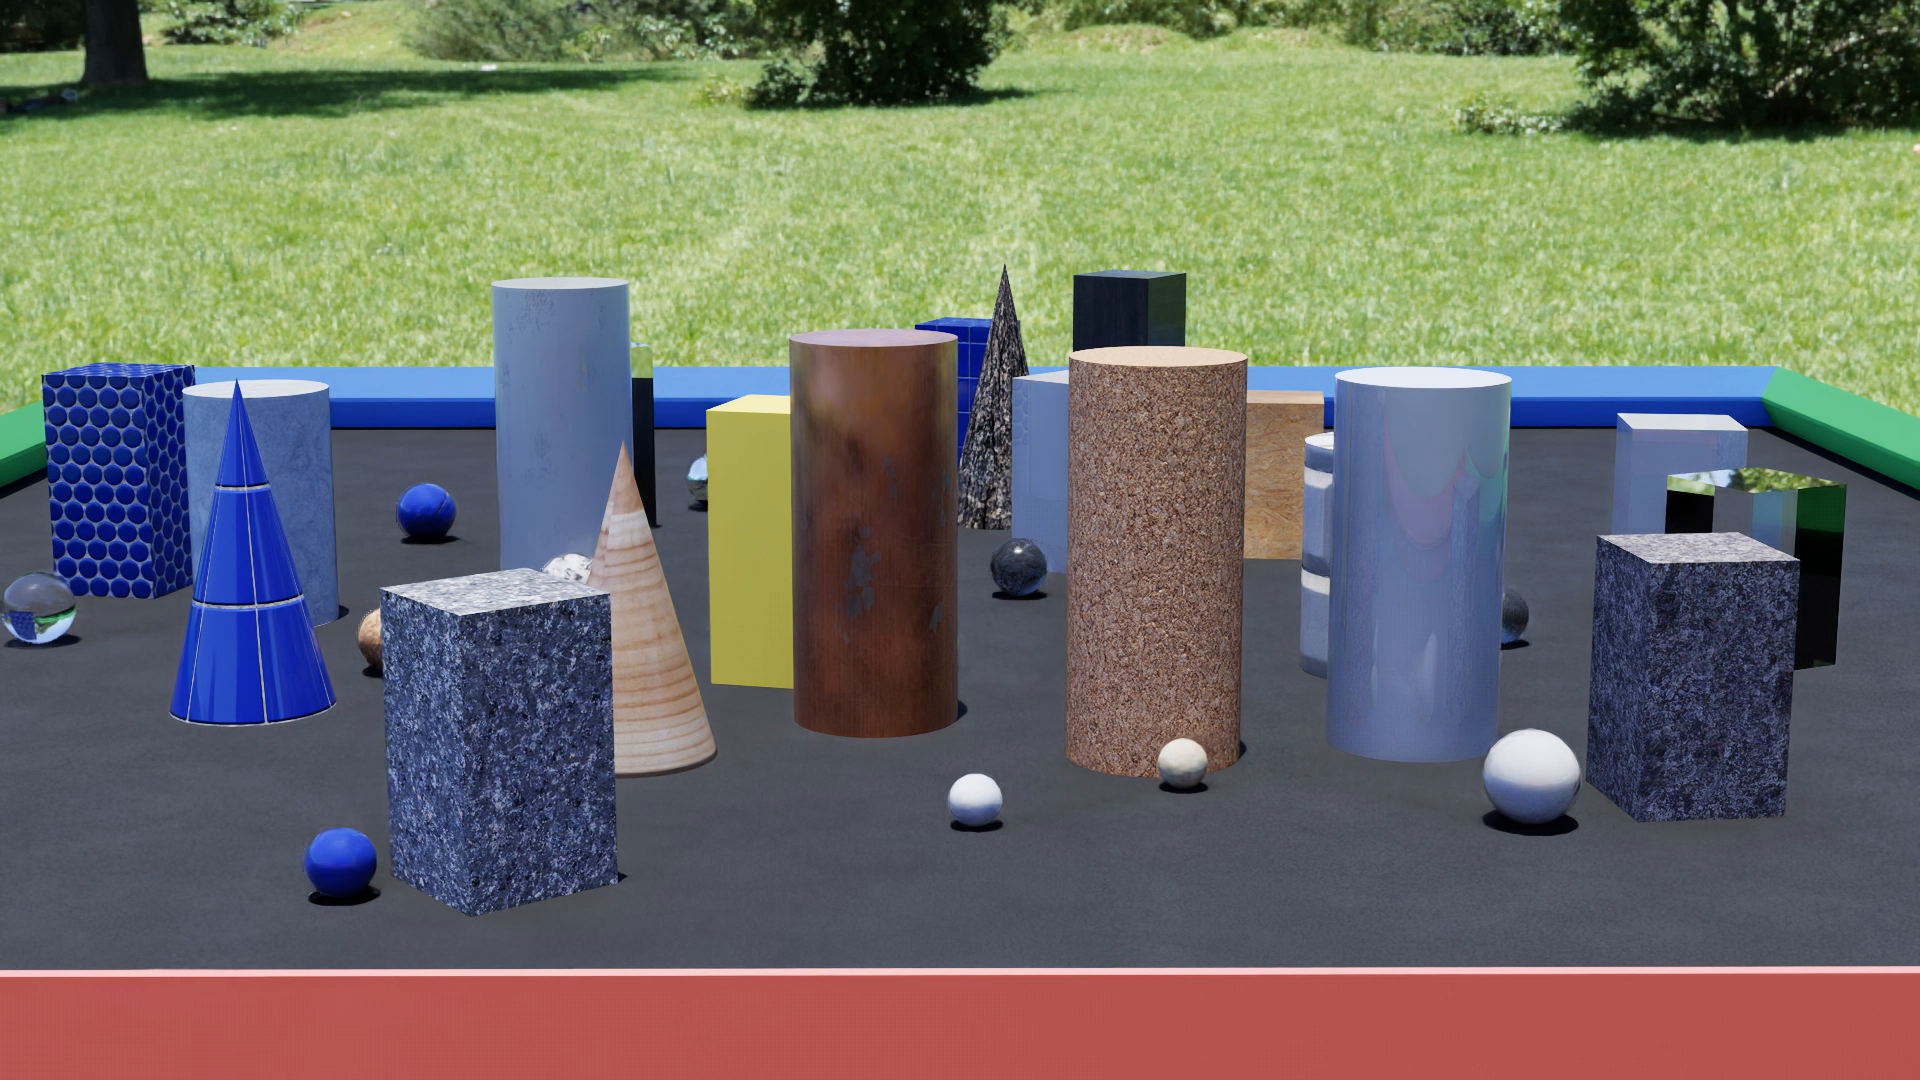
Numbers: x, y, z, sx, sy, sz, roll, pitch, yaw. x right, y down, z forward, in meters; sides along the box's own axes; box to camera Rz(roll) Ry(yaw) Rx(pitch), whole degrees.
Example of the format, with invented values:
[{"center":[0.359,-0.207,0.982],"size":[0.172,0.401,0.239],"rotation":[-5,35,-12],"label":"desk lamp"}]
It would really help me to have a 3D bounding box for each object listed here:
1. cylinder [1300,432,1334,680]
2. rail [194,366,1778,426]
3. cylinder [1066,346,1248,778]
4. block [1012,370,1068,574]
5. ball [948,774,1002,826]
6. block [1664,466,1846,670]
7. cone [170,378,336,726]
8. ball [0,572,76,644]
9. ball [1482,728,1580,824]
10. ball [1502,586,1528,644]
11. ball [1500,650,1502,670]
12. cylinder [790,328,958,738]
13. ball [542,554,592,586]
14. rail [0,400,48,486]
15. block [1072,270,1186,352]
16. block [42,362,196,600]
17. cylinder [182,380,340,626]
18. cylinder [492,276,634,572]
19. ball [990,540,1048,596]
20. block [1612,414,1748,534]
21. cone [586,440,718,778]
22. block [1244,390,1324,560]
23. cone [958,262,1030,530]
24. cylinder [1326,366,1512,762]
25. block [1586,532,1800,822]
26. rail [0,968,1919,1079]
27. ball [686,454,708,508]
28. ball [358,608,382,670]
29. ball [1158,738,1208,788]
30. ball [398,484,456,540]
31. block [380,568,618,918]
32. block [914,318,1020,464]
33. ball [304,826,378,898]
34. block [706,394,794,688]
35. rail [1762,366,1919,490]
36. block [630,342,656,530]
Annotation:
[{"center":[0.505,0.019,3.093],"size":[0.185,0.277,0.185],"rotation":[0,11,0],"label":"cylinder"},{"center":[-0.010,-0.284,5.133],"size":[3.309,0.120,0.045],"rotation":[0,11,0],"label":"rail"},{"center":[0.205,0.019,2.691],"size":[0.185,0.425,0.185],"rotation":[0,11,0],"label":"cylinder"},{"center":[0.180,-0.100,3.732],"size":[0.148,0.275,0.148],"rotation":[9,14,40],"label":"block"},{"center":[0.015,0.250,2.469],"size":[0.051,0.051,0.051],"rotation":[0,11,0],"label":"ball"},{"center":[0.970,0.036,3.144],"size":[0.148,0.223,0.148],"rotation":[-5,12,-26],"label":"block"},{"center":[-0.807,0.004,2.897],"size":[0.185,0.378,0.185],"rotation":[0,11,0],"label":"cone"},{"center":[-1.165,0.085,3.243],"size":[0.091,0.091,0.091],"rotation":[0,11,0],"label":"ball"},{"center":[0.551,0.228,2.474],"size":[0.092,0.092,0.092],"rotation":[0,11,0],"label":"ball"},{"center":[0.681,0.095,3.240],"size":[0.074,0.074,0.074],"rotation":[0,11,0],"label":"ball"},{"center":[0.598,0.141,2.999],"size":[0.072,0.072,0.072],"rotation":[0,11,0],"label":"ball"},{"center":[-0.094,-0.012,2.845],"size":[0.185,0.428,0.185],"rotation":[0,11,0],"label":"cylinder"},{"center":[-0.511,0.062,3.378],"size":[0.087,0.087,0.087],"rotation":[0,11,0],"label":"ball"},{"center":[-1.631,0.033,3.440],"size":[0.045,0.120,3.472],"rotation":[0,11,0],"label":"rail"},{"center":[0.300,-0.295,4.559],"size":[0.148,0.355,0.148],"rotation":[6,12,31],"label":"block"},{"center":[-1.161,-0.085,3.570],"size":[0.148,0.305,0.148],"rotation":[2,11,12],"label":"block"},{"center":[-0.916,-0.047,3.365],"size":[0.185,0.306,0.185],"rotation":[0,11,0],"label":"cylinder"},{"center":[-0.538,-0.135,3.496],"size":[0.185,0.431,0.185],"rotation":[0,11,0],"label":"cylinder"},{"center":[0.081,0.038,3.529],"size":[0.078,0.078,0.078],"rotation":[0,11,0],"label":"ball"},{"center":[0.967,-0.036,3.462],"size":[0.148,0.249,0.148],"rotation":[1,11,6],"label":"block"},{"center":[-0.350,0.062,2.695],"size":[0.185,0.338,0.185],"rotation":[0,11,0],"label":"cone"},{"center":[0.467,-0.100,3.847],"size":[0.148,0.232,0.148],"rotation":[1,11,7],"label":"block"},{"center":[0.071,-0.235,4.080],"size":[0.185,0.413,0.185],"rotation":[0,11,0],"label":"cone"},{"center":[0.489,0.022,2.749],"size":[0.185,0.396,0.185],"rotation":[0,11,0],"label":"cylinder"},{"center":[0.722,0.133,2.541],"size":[0.148,0.255,0.148],"rotation":[-1,11,-6],"label":"block"},{"center":[0.010,0.346,1.767],"size":[3.309,0.120,0.045],"rotation":[0,11,0],"label":"rail"},{"center":[-0.404,-0.098,4.220],"size":[0.091,0.091,0.091],"rotation":[0,11,0],"label":"ball"},{"center":[-0.684,0.119,3.092],"size":[0.080,0.080,0.080],"rotation":[0,11,0],"label":"ball"},{"center":[0.226,0.226,2.598],"size":[0.051,0.051,0.051],"rotation":[0,11,0],"label":"ball"},{"center":[-0.818,-0.043,3.937],"size":[0.088,0.088,0.088],"rotation":[0,11,0],"label":"ball"},{"center":[-0.411,0.175,2.287],"size":[0.148,0.266,0.148],"rotation":[-9,14,-38],"label":"block"},{"center":[0.015,-0.267,4.672],"size":[0.148,0.258,0.148],"rotation":[4,11,21],"label":"block"},{"center":[-0.545,0.284,2.259],"size":[0.062,0.062,0.062],"rotation":[0,11,0],"label":"ball"},{"center":[-0.204,0.000,3.060],"size":[0.148,0.326,0.148],"rotation":[3,11,15],"label":"block"},{"center":[1.631,0.029,3.459],"size":[0.045,0.120,3.472],"rotation":[0,11,0],"label":"rail"},{"center":[-0.581,-0.163,4.032],"size":[0.148,0.289,0.148],"rotation":[-7,13,-35],"label":"block"}]
